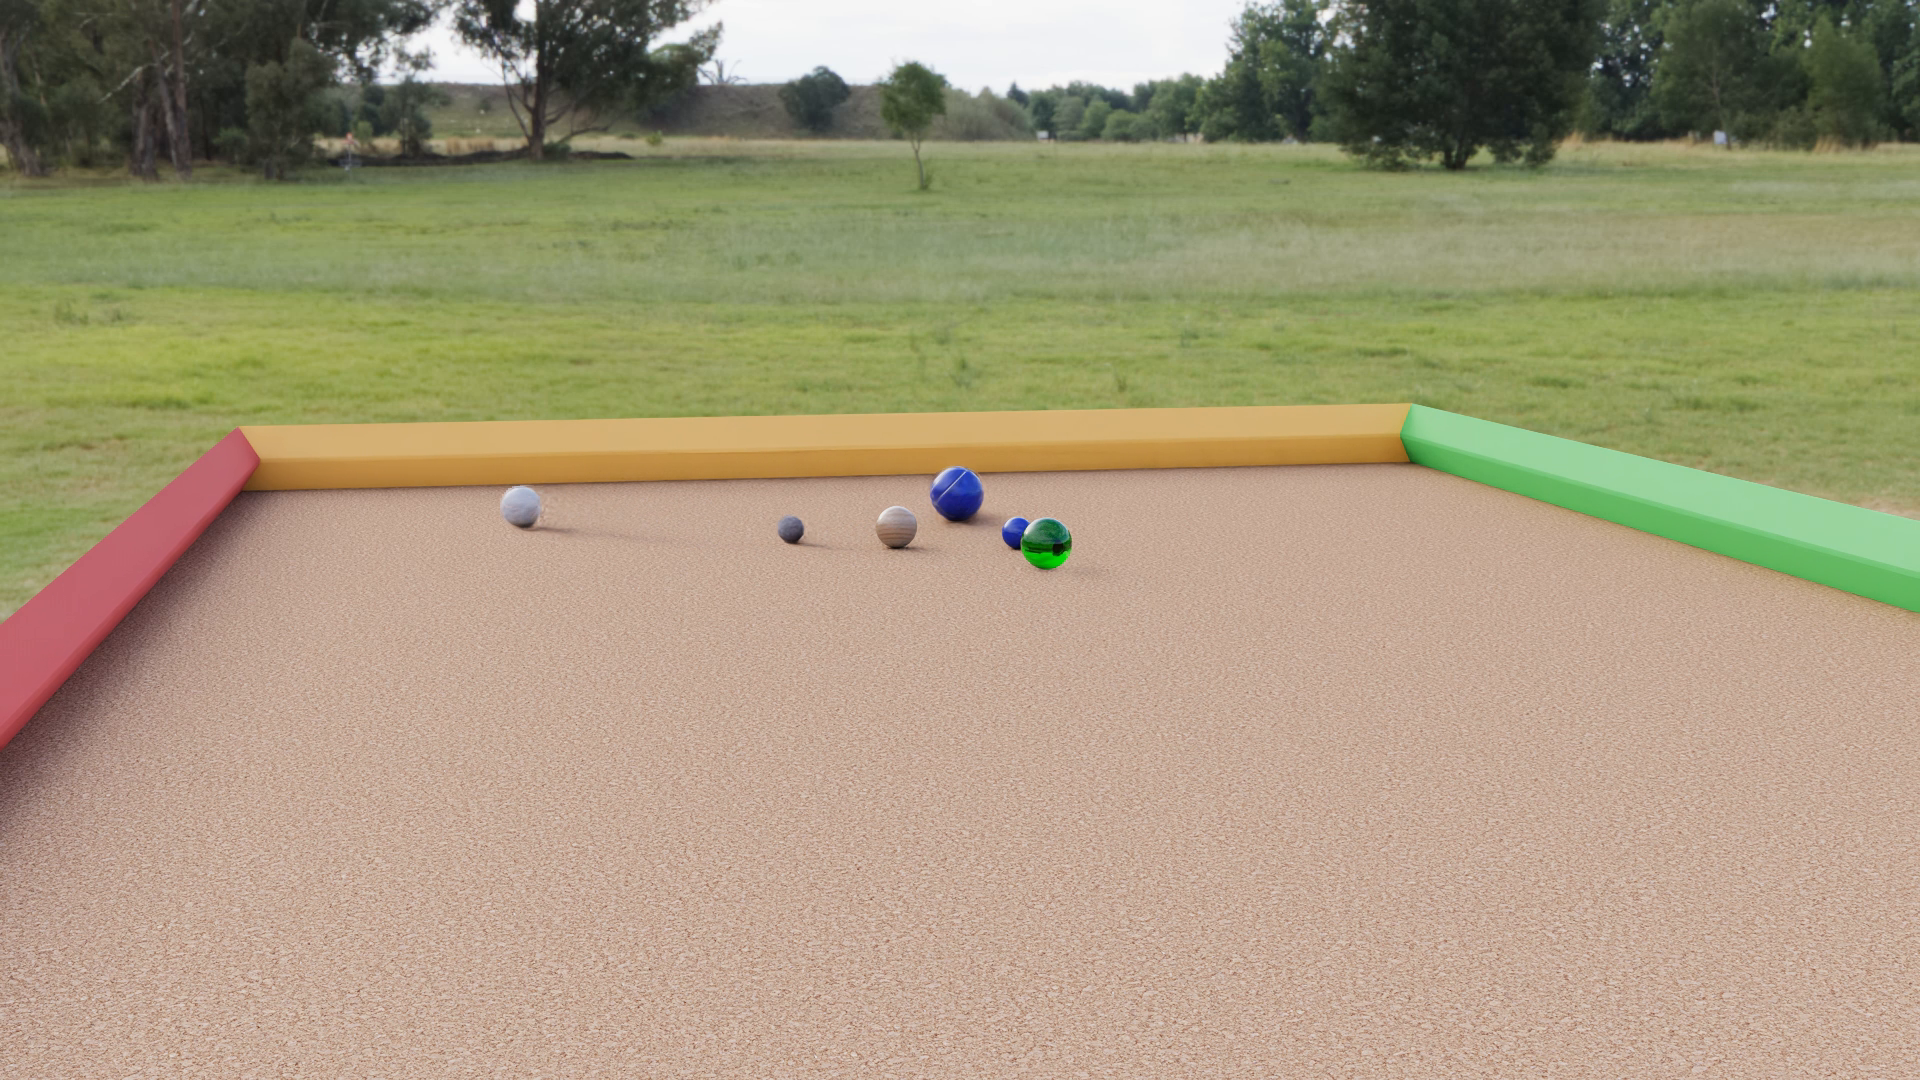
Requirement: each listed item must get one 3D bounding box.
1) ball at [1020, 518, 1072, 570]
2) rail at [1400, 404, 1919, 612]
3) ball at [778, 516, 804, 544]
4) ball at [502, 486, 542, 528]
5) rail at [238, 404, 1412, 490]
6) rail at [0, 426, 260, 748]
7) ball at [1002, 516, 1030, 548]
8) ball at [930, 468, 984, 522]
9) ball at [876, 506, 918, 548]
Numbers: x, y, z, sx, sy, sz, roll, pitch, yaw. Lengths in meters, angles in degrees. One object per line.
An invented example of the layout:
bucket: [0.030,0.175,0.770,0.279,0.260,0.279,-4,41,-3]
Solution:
ball: [0.135,0.005,3.430,0.081,0.081,0.081,0,9,0]
rail: [1.400,0.101,2.664,0.045,0.126,4.426,-2,9,-11]
ball: [-0.284,-0.017,3.690,0.045,0.045,0.045,0,9,0]
ball: [-0.769,-0.058,3.862,0.071,0.071,0.071,0,9,0]
rail: [-0.213,-0.195,4.552,2.459,0.126,0.045,-2,9,-11]
rail: [-0.965,0.175,2.197,0.045,0.126,4.426,-2,9,-11]
ball: [0.095,-0.012,3.628,0.053,0.053,0.053,0,9,0]
ball: [-0.005,-0.082,3.934,0.097,0.097,0.097,0,9,0]
ball: [-0.105,-0.021,3.636,0.069,0.069,0.069,0,9,0]
